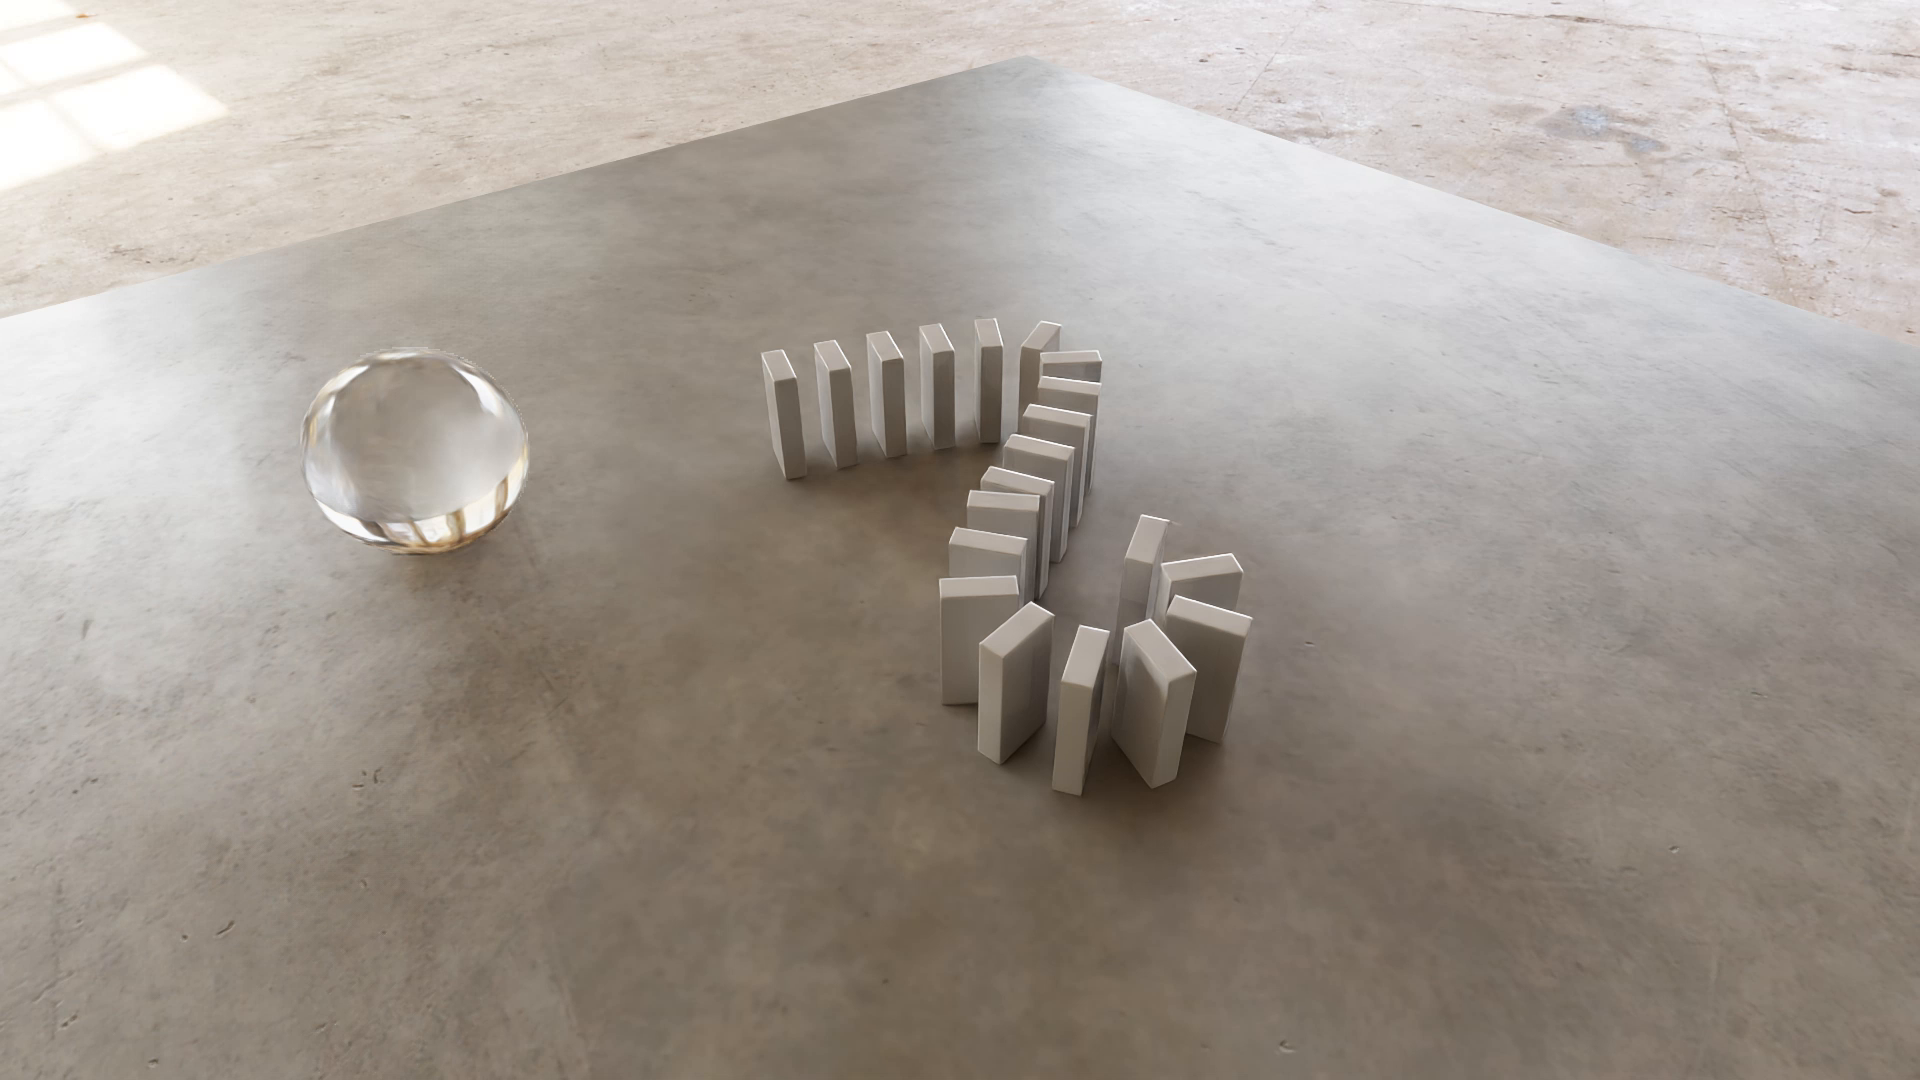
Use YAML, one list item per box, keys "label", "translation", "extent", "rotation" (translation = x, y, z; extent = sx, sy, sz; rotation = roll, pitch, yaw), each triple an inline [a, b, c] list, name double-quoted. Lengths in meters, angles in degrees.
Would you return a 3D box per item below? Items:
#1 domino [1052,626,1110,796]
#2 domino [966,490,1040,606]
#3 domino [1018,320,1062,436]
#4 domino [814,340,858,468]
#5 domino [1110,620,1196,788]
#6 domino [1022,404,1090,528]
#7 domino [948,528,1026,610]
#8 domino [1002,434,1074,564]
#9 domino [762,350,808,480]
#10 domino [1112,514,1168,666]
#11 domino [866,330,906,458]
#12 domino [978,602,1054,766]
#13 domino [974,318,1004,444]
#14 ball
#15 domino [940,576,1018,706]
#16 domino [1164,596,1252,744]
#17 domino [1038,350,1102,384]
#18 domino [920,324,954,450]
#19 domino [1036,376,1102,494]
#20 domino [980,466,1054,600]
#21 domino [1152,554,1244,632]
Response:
- label: "domino"
  translation: [0.038, 0.054, 0.345]
  extent: [0.010, 0.050, 0.025]
  rotation: [11, 41, 13]
- label: "domino"
  translation: [0.015, 0.006, 0.405]
  extent: [0.025, 0.050, 0.010]
  rotation: [4, 40, 5]
- label: "domino"
  translation: [0.036, -0.070, 0.497]
  extent: [0.009, 0.050, 0.025]
  rotation: [16, 42, 18]
- label: "domino"
  translation: [-0.054, -0.059, 0.484]
  extent: [0.010, 0.050, 0.025]
  rotation: [-14, 41, -16]
- label: "domino"
  translation: [0.060, 0.052, 0.348]
  extent: [0.010, 0.050, 0.025]
  rotation: [-17, 42, -19]
- label: "domino"
  translation: [0.038, -0.030, 0.448]
  extent: [0.025, 0.050, 0.010]
  rotation: [12, 41, 14]
- label: "domino"
  translation: [0.009, 0.020, 0.387]
  extent: [0.025, 0.050, 0.009]
  rotation: [9, 40, 11]
- label: "domino"
  translation: [0.030, -0.016, 0.431]
  extent: [0.025, 0.050, 0.009]
  rotation: [14, 41, 17]
- label: "domino"
  translation: [-0.076, -0.054, 0.477]
  extent: [0.009, 0.050, 0.025]
  rotation: [-13, 41, -16]
- label: "domino"
  translation: [0.063, 0.019, 0.388]
  extent: [0.009, 0.050, 0.025]
  rotation: [13, 41, 15]
- label: "domino"
  translation: [-0.033, -0.064, 0.490]
  extent: [0.009, 0.050, 0.025]
  rotation: [-12, 41, -14]
- label: "domino"
  translation: [0.018, 0.047, 0.354]
  extent: [0.009, 0.050, 0.025]
  rotation: [29, 47, 30]
- label: "domino"
  translation: [0.013, -0.072, 0.499]
  extent: [0.010, 0.050, 0.025]
  rotation: [-4, 39, -5]
- label: "ball"
  translation: [-0.211, -0.034, 0.429]
  extent: [0.080, 0.080, 0.080]
  rotation: [0, 39, 0]
- label: "domino"
  translation: [0.006, 0.034, 0.370]
  extent: [0.025, 0.050, 0.010]
  rotation: [-2, 39, -3]
- label: "domino"
  translation: [0.078, 0.043, 0.359]
  extent: [0.025, 0.050, 0.009]
  rotation: [17, 42, 19]
- label: "domino"
  translation: [0.047, -0.058, 0.483]
  extent: [0.025, 0.050, 0.009]
  rotation: [-3, 39, -4]
- label: "domino"
  translation: [-0.010, -0.069, 0.495]
  extent: [0.009, 0.050, 0.025]
  rotation: [-10, 40, -12]
- label: "domino"
  translation: [0.045, -0.044, 0.465]
  extent: [0.025, 0.050, 0.010]
  rotation: [9, 40, 11]
- label: "domino"
  translation: [0.021, -0.002, 0.414]
  extent: [0.025, 0.050, 0.009]
  rotation: [15, 42, 18]
- label: "domino"
  translation: [0.079, 0.028, 0.377]
  extent: [0.025, 0.050, 0.009]
  rotation: [-8, 40, -9]
